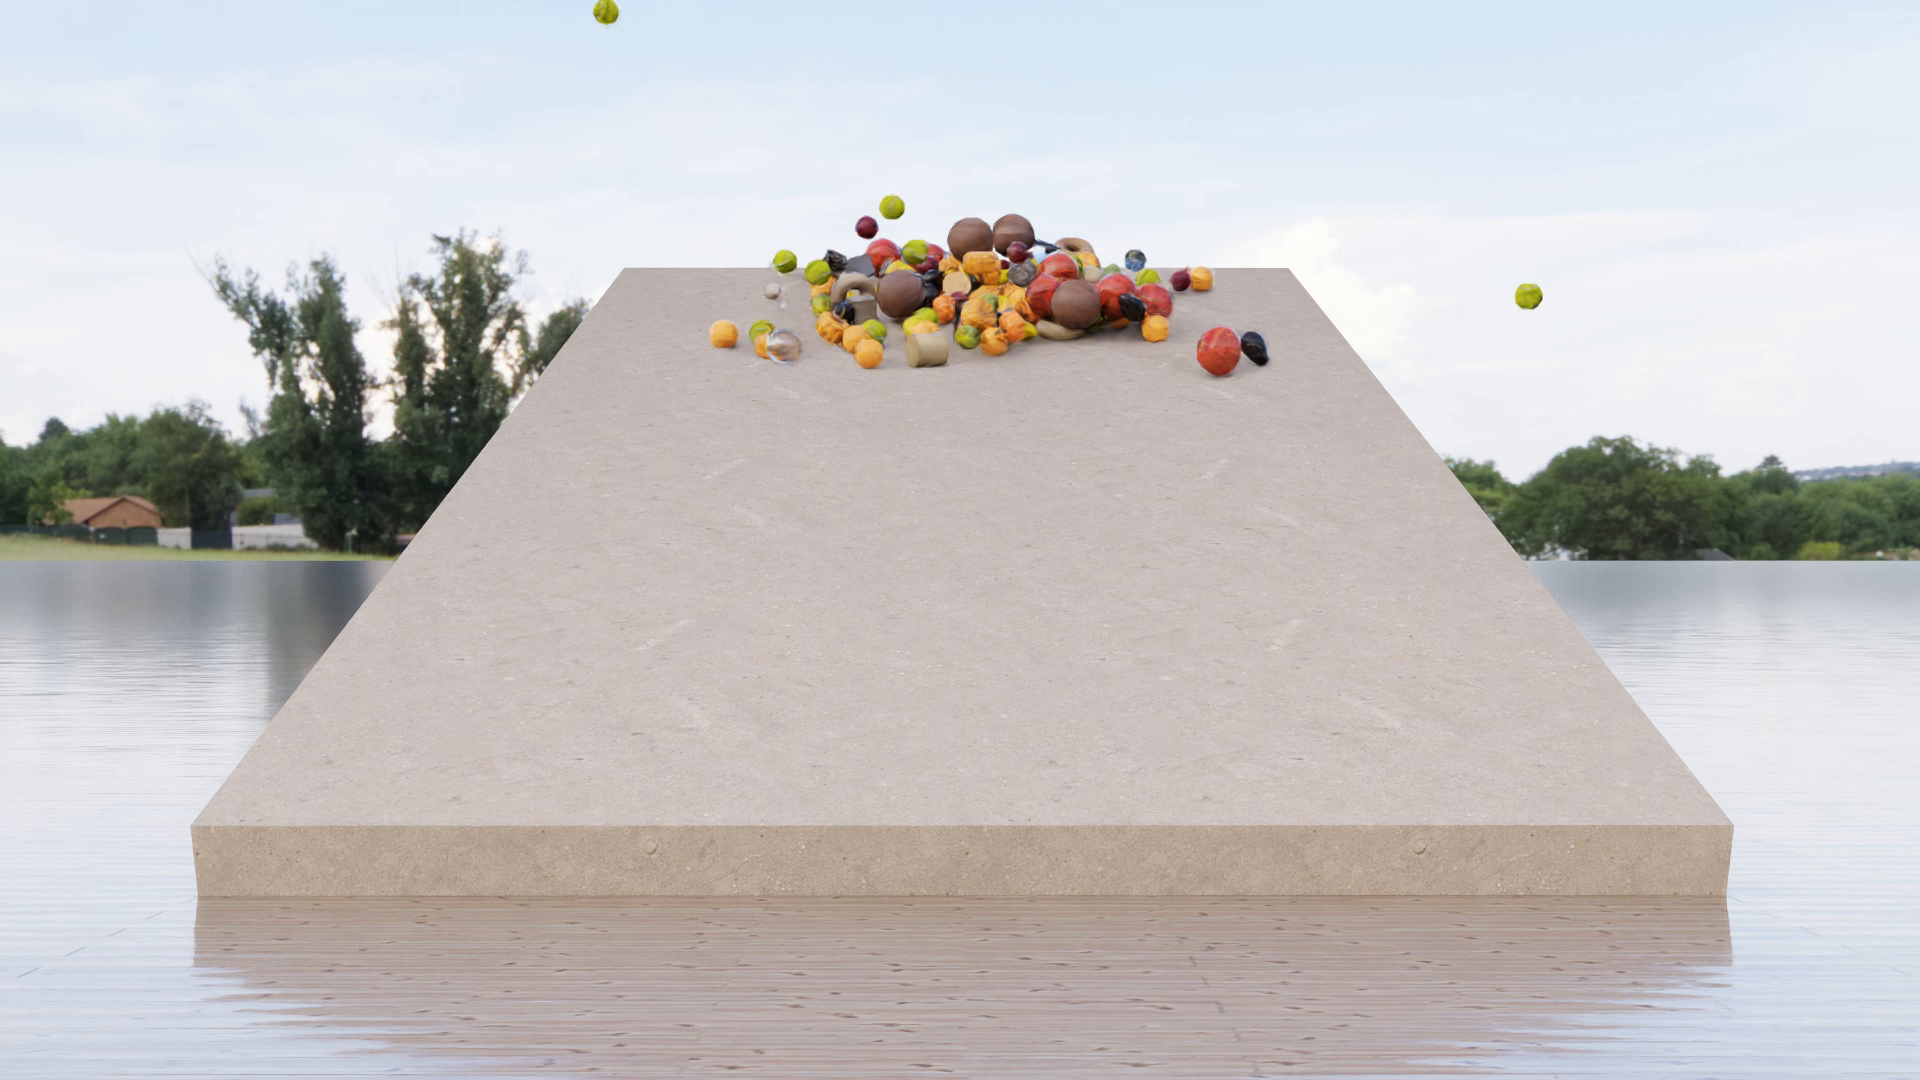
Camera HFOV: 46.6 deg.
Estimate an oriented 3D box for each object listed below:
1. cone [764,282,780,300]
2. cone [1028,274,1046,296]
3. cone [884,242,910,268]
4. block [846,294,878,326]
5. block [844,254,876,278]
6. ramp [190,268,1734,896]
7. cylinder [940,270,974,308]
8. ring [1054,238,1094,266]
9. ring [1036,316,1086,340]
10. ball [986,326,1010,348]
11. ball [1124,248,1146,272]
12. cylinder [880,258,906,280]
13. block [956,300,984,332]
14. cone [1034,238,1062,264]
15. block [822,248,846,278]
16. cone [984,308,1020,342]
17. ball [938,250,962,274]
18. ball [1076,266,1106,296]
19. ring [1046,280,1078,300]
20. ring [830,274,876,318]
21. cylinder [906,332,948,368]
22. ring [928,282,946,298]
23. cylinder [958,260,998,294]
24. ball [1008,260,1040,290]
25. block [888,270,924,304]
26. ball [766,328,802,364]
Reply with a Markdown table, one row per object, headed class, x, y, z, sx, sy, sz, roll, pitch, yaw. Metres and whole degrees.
| class | x | y | z | sx | sy | sz | roll | pitch | yaw |
| --- | --- | --- | --- | --- | --- | --- | --- | --- | --- |
| cone | -0.513 | -0.687 | 6.182 | 0.051 | 0.051 | 0.051 | 0 | 16 | -28 |
| cone | 0.212 | -0.711 | 6.301 | 0.066 | 0.066 | 0.066 | 0 | 44 | -8 |
| cone | -0.194 | -0.863 | 6.641 | 0.084 | 0.084 | 0.084 | 0 | -37 | 10 |
| block | -0.260 | -0.611 | 5.906 | 0.065 | 0.065 | 0.065 | -12 | 21 | -17 |
| block | -0.292 | -0.779 | 6.387 | 0.062 | 0.062 | 0.062 | -18 | -1 | -34 |
| ramp | -0.003 | -0.178 | 4.808 | 2.000 | 0.100 | 4.000 | 0 | 17 | 0 |
| cylinder | -0.008 | -0.682 | 6.047 | 0.077 | 0.077 | 0.077 | 0 | -21 | 12 |
| ring | 0.331 | -0.845 | 6.518 | 0.127 | 0.042 | 0.127 | 4 | 37 | -3 |
| ring | 0.260 | -0.547 | 5.756 | 0.130 | 0.043 | 0.130 | 1 | 18 | 0 |
| ball | 0.096 | -0.511 | 5.610 | 0.058 | 0.058 | 0.058 | 0 | 0 | 0 |
| ball | 0.477 | -0.763 | 6.068 | 0.062 | 0.062 | 0.062 | 0 | 0 | 0 |
| cylinder | -0.193 | -0.773 | 6.415 | 0.057 | 0.057 | 0.057 | 31 | -16 | -29 |
| block | 0.025 | -0.587 | 5.833 | 0.067 | 0.067 | 0.067 | 2 | 22 | 5 |
| cone | 0.250 | -0.801 | 6.147 | 0.072 | 0.072 | 0.072 | -4 | -3 | 31 |
| block | -0.347 | -0.758 | 6.112 | 0.052 | 0.052 | 0.052 | 22 | 29 | -18 |
| cone | 0.120 | -0.566 | 5.655 | 0.091 | 0.091 | 0.091 | 0 | 42 | 24 |
| ball | -0.029 | -0.813 | 6.548 | 0.076 | 0.076 | 0.076 | 0 | 0 | 0 |
| ball | 0.369 | -0.729 | 6.269 | 0.085 | 0.085 | 0.085 | 0 | 0 | 0 |
| ring | 0.285 | -0.699 | 6.223 | 0.098 | 0.033 | 0.098 | -14 | 17 | 4 |
| ring | -0.287 | -0.654 | 5.958 | 0.128 | 0.128 | 0.043 | 0 | 27 | -26 |
| cylinder | -0.081 | -0.464 | 5.422 | 0.080 | 0.080 | 0.080 | -8 | 3 | -24 |
| ring | -0.043 | -0.705 | 6.277 | 0.092 | 0.031 | 0.092 | -4 | 20 | 2 |
| cylinder | 0.050 | -0.747 | 6.320 | 0.087 | 0.087 | 0.087 | 7 | 2 | 20 |
| ball | 0.174 | -0.729 | 6.123 | 0.086 | 0.086 | 0.086 | 0 | 0 | 0 |
| block | -0.152 | -0.703 | 6.184 | 0.073 | 0.073 | 0.073 | -13 | 25 | -27 |
| ball | -0.429 | -0.472 | 5.434 | 0.088 | 0.088 | 0.088 | 0 | 0 | 0 |
